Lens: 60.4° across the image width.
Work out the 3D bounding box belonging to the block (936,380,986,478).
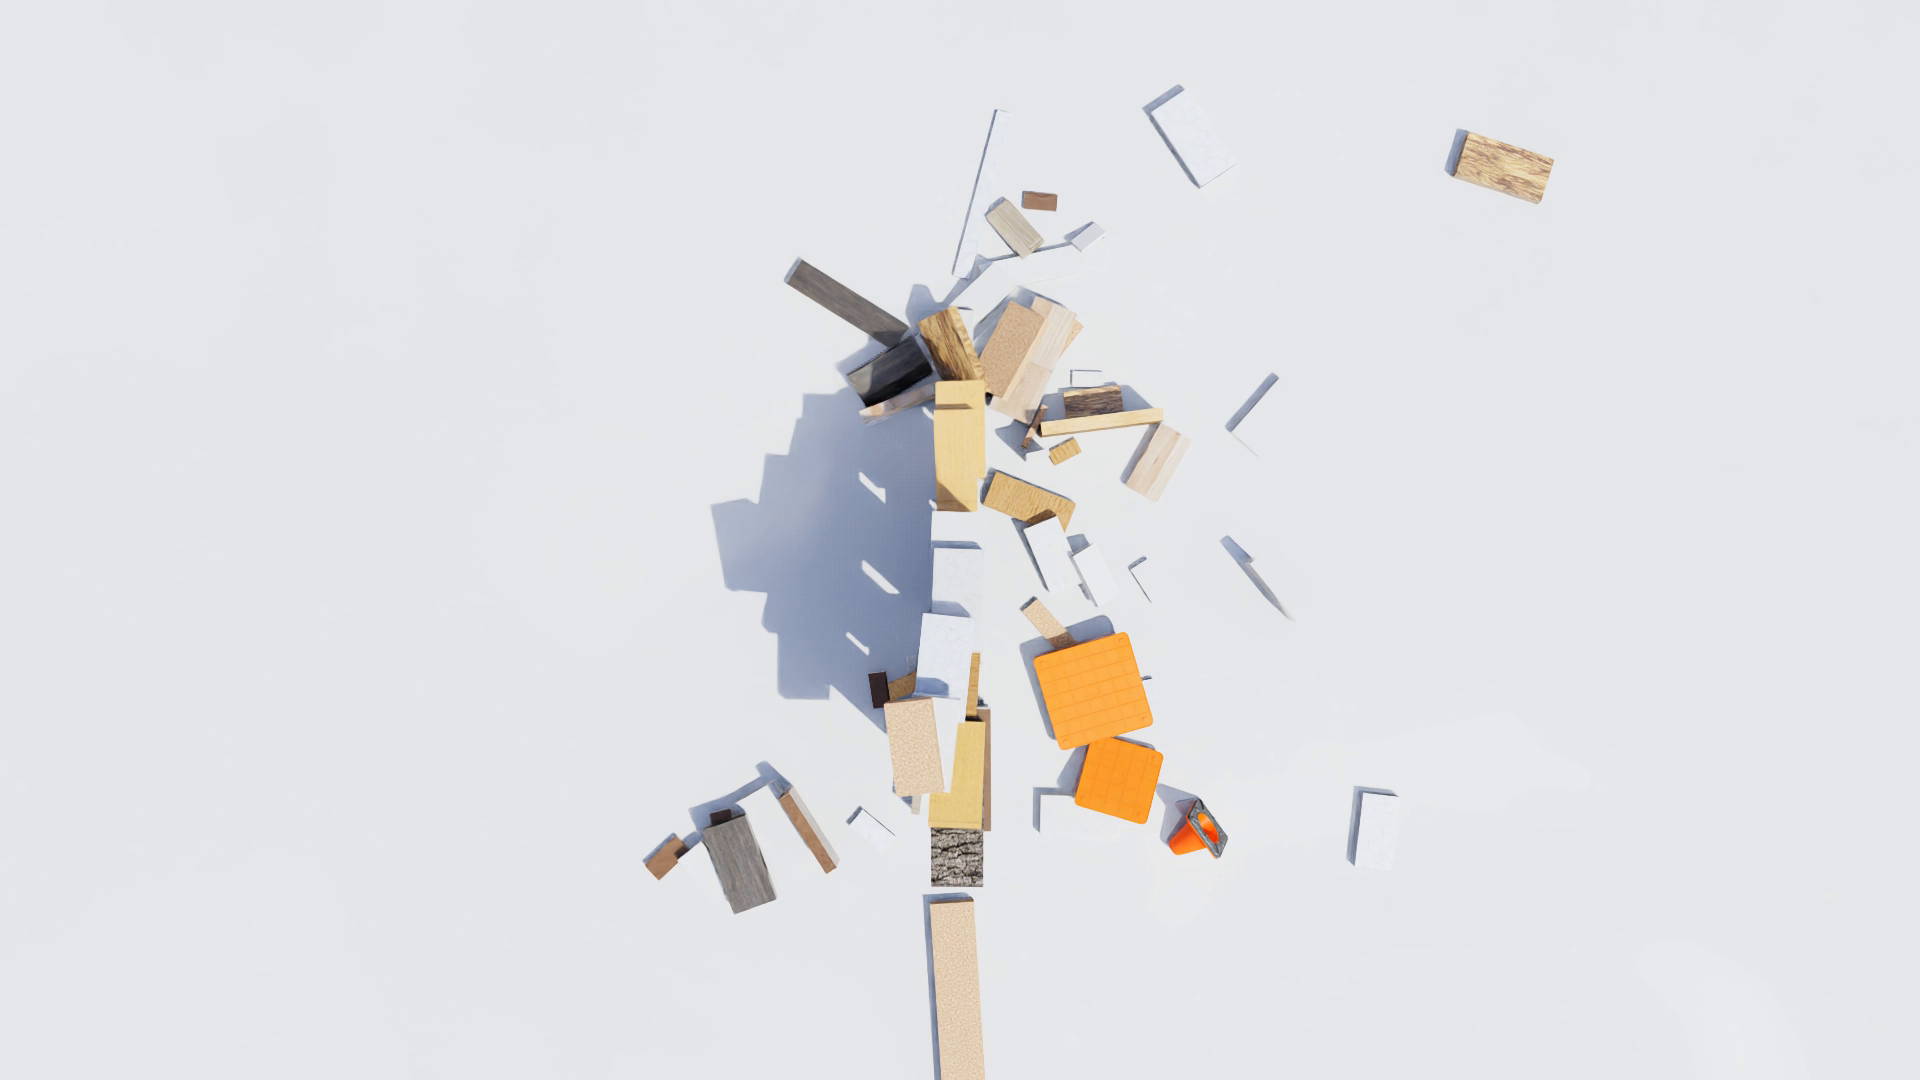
[{"bbox_3d":[0.002,-0.345,5.172,0.152,0.043,0.304,-1,91,0],"label":"block"}]

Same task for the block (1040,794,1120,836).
[{"bbox_3d":[0.398,0.914,5.481,0.264,0.037,0.132,1,90,0],"label":"block"}]

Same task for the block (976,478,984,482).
[{"bbox_3d":[0.003,-0.218,5.348,0.152,0.304,0.043,0,89,0],"label":"block"}]

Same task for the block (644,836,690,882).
[{"bbox_3d":[-0.973,1.058,5.490,0.143,0.020,0.072,-43,90,0],"label":"block"}]

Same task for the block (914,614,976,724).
[{"bbox_3d":[-0.046,0.364,4.692,0.148,0.042,0.297,6,86,1],"label":"block"}]

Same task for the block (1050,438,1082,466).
[{"bbox_3d":[0.349,-0.292,5.493,0.102,0.014,0.051,-27,90,0],"label":"block"}]

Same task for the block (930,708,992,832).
[{"bbox_3d":[0.001,0.663,4.775,0.176,0.050,0.353,0,90,0],"label":"block"}]

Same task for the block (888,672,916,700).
[{"bbox_3d":[-0.189,0.487,5.492,0.117,0.017,0.059,-24,90,0],"label":"block"}]

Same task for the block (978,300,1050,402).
[{"bbox_3d":[0.161,-0.620,5.409,0.148,0.042,0.297,30,94,28],"label":"block"}]

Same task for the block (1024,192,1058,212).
[{"bbox_3d":[0.269,-1.126,5.492,0.109,0.015,0.054,5,90,0],"label":"block"}]

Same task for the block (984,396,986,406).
[{"bbox_3d":[0.003,-0.431,5.347,0.152,0.304,0.043,-1,85,0],"label":"block"}]

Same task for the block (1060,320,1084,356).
[{"bbox_3d":[0.303,-0.657,5.485,0.108,0.030,0.215,38,90,0],"label":"block"}]

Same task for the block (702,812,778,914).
[{"bbox_3d":[-0.726,1.067,5.441,0.150,0.043,0.301,-20,96,0],"label":"block"}]

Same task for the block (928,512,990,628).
[{"bbox_3d":[-0.004,0.085,4.858,0.167,0.047,0.334,2,90,0],"label":"block"}]

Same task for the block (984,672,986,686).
[{"bbox_3d":[0.003,0.438,5.348,0.152,0.304,0.043,-1,90,0],"label":"block"}]

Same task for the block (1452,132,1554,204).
[{"bbox_3d":[1.805,-1.235,5.479,0.296,0.042,0.148,18,90,0],"label":"block"}]

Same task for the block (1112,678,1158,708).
[{"bbox_3d":[0.583,0.509,5.490,0.137,0.019,0.068,-13,90,0],"label":"block"}]

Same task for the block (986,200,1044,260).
[{"bbox_3d":[0.183,-1.031,5.472,0.094,0.027,0.188,-40,83,-4],"label":"block"}]

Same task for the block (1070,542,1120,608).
[{"bbox_3d":[0.447,0.116,5.455,0.095,0.027,0.191,-31,100,-22],"label":"block"}]

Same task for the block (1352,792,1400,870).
[{"bbox_3d":[1.384,0.967,5.483,0.123,0.035,0.246,7,90,0],"label":"block"}]

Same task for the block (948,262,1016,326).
[{"bbox_3d":[0.072,-0.804,5.462,0.215,0.030,0.108,-42,90,12],"label":"block"}]

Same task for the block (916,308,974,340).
[{"bbox_3d":[-0.049,-0.717,5.465,0.188,0.027,0.094,3,99,9],"label":"block"}]

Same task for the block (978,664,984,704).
[{"bbox_3d":[0.000,0.540,5.174,0.152,0.043,0.304,0,90,0],"label":"block"}]

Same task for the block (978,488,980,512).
[{"bbox_3d":[0.000,-0.038,5.234,0.124,0.035,0.248,0,90,0],"label":"block"}]

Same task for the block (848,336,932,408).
[{"bbox_3d":[-0.231,-0.554,5.454,0.254,0.036,0.127,-31,104,4],"label":"block"}]

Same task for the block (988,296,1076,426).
[{"bbox_3d":[0.241,-0.591,5.448,0.149,0.042,0.399,23,90,0],"label":"block"}]

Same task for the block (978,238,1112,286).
[{"bbox_3d":[0.284,-0.912,5.487,0.434,0.027,0.094,-12,90,0],"label":"block"}]

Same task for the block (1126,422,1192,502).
[{"bbox_3d":[0.660,-0.255,5.483,0.119,0.034,0.238,29,90,0],"label":"block"}]

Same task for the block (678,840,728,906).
[{"bbox_3d":[-0.833,1.104,5.475,0.100,0.028,0.201,-39,96,0],"label":"block"}]

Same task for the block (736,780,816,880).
[{"bbox_3d":[-0.608,0.961,5.479,0.145,0.041,0.290,-30,90,0],"label":"block"}]

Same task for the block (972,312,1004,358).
[{"bbox_3d":[0.103,-0.642,5.485,0.108,0.030,0.215,44,90,0],"label":"block"}]

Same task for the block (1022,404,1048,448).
[{"bbox_3d":[0.247,-0.376,5.462,0.021,0.075,0.150,27,90,0],"label":"block"}]
